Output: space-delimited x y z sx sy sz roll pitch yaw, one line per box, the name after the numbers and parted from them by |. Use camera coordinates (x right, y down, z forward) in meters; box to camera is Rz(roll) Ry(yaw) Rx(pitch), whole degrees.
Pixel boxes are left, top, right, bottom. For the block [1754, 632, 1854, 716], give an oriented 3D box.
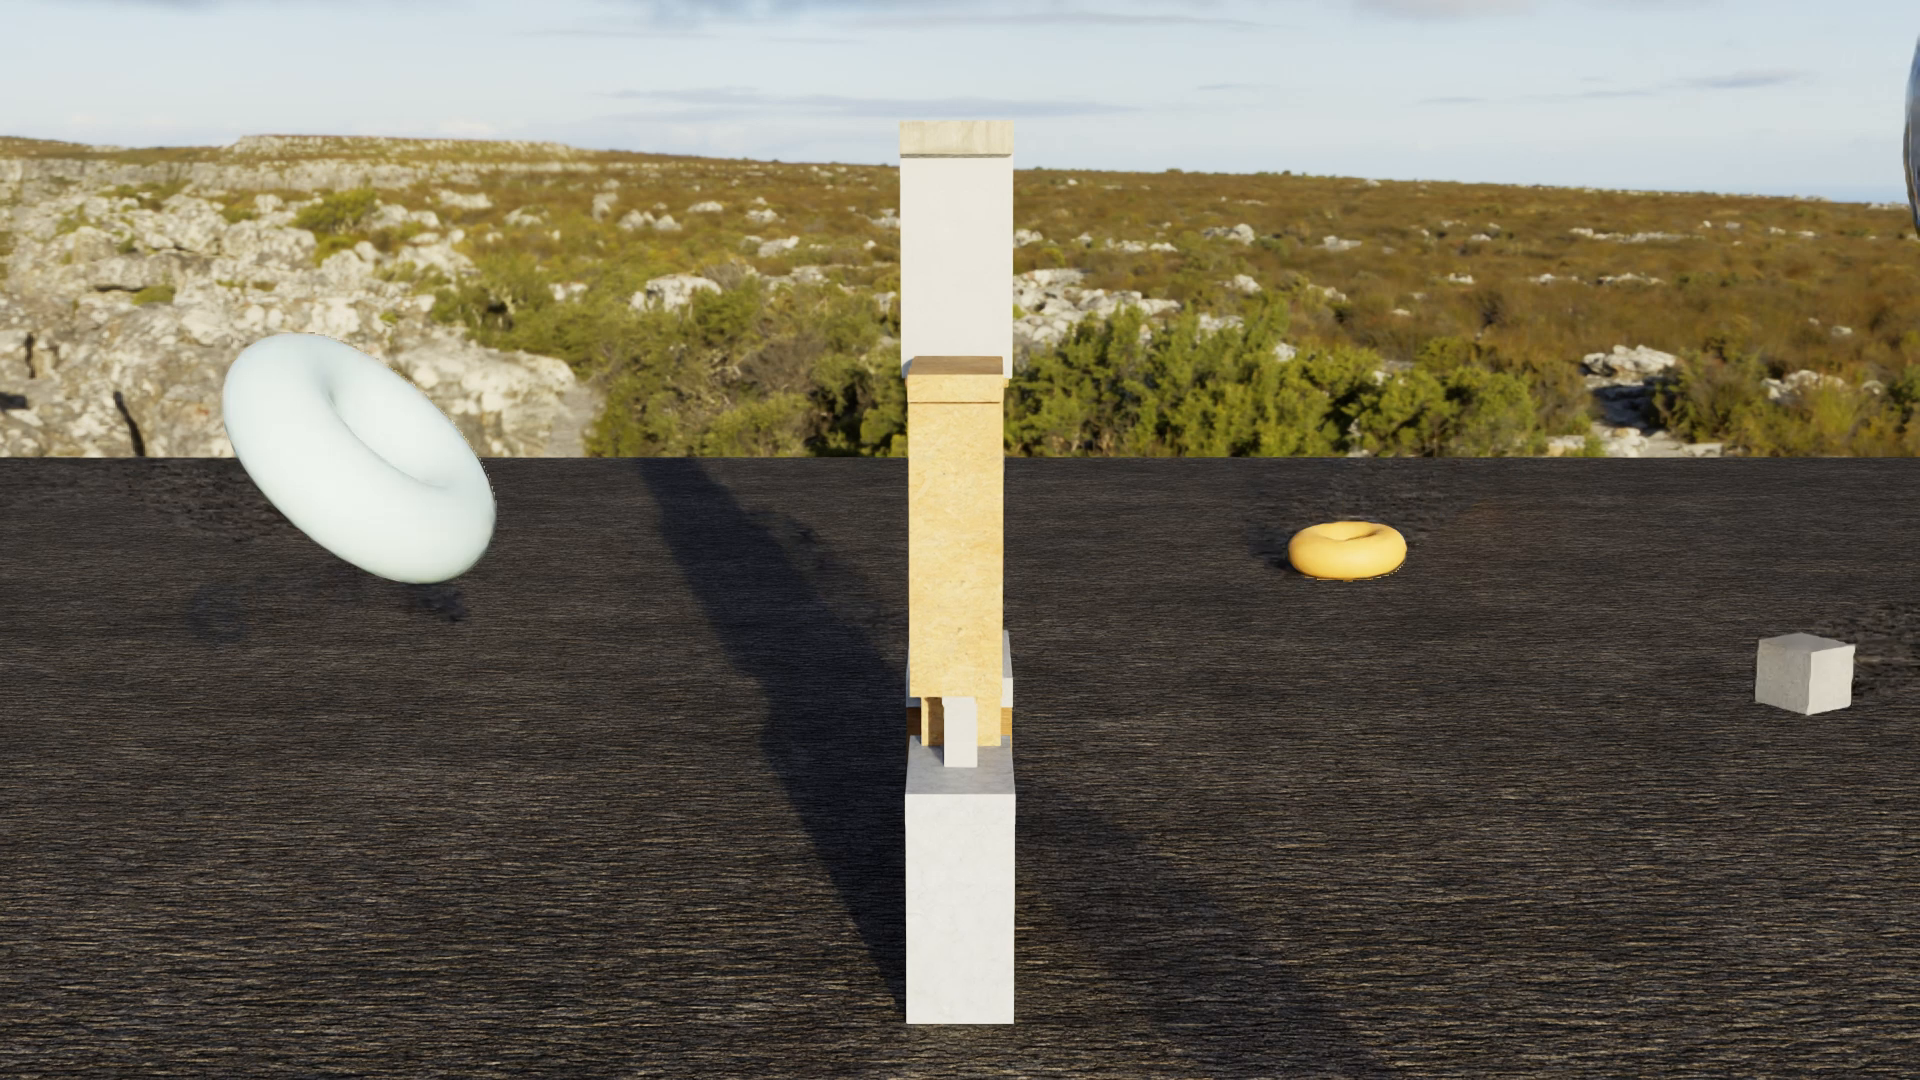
1.870 0.295 4.870 0.141 0.141 0.141 -6 12 -30 | block

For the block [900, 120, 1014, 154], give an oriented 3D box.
-0.005 -0.624 3.406 0.168 0.048 0.337 0 11 0 | block

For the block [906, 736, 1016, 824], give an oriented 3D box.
0.000 0.346 3.196 0.153 0.043 0.305 0 11 0 | block

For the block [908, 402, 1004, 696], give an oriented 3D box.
-0.006 0.011 3.123 0.132 0.427 0.037 0 10 1 | block

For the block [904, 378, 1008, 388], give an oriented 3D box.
-0.005 -0.437 3.555 0.168 0.376 0.048 0 10 0 | block

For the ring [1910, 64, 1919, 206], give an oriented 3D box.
0.728 -0.231 1.200 0.140 0.419 0.419 -15 18 -41 | ring

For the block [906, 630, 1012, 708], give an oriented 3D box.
-0.001 0.213 3.691 0.171 0.048 0.342 0 11 0 | block

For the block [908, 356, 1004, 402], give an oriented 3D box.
-0.004 -0.234 3.169 0.132 0.037 0.265 0 10 1 | block

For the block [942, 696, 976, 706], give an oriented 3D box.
0.000 0.222 3.191 0.047 0.013 0.094 0 10 3 | block

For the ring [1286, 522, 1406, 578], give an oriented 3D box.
1.110 0.029 6.318 0.340 0.113 0.340 -4 12 1 | ring

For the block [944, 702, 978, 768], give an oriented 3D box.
0.001 0.281 3.170 0.047 0.094 0.013 0 12 1 | block

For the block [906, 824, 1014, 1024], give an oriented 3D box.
0.000 0.535 3.128 0.153 0.305 0.043 0 11 0 | block

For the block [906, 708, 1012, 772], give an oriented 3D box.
-0.001 0.426 3.615 0.171 0.342 0.048 0 11 0 | block

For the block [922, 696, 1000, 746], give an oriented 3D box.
0.002 0.188 3.279 0.118 0.236 0.033 0 11 0 | block

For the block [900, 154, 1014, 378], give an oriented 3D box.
-0.005 -0.415 3.331 0.168 0.337 0.048 0 11 0 | block

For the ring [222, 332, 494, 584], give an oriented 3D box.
-0.407 -0.056 1.497 0.209 0.070 0.209 43 14 -13 | ring

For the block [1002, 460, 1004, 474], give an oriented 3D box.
0.001 -0.159 3.837 0.147 0.042 0.294 0 11 0 | block

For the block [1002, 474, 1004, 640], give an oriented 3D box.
0.001 0.024 3.771 0.147 0.294 0.042 0 11 0 | block
